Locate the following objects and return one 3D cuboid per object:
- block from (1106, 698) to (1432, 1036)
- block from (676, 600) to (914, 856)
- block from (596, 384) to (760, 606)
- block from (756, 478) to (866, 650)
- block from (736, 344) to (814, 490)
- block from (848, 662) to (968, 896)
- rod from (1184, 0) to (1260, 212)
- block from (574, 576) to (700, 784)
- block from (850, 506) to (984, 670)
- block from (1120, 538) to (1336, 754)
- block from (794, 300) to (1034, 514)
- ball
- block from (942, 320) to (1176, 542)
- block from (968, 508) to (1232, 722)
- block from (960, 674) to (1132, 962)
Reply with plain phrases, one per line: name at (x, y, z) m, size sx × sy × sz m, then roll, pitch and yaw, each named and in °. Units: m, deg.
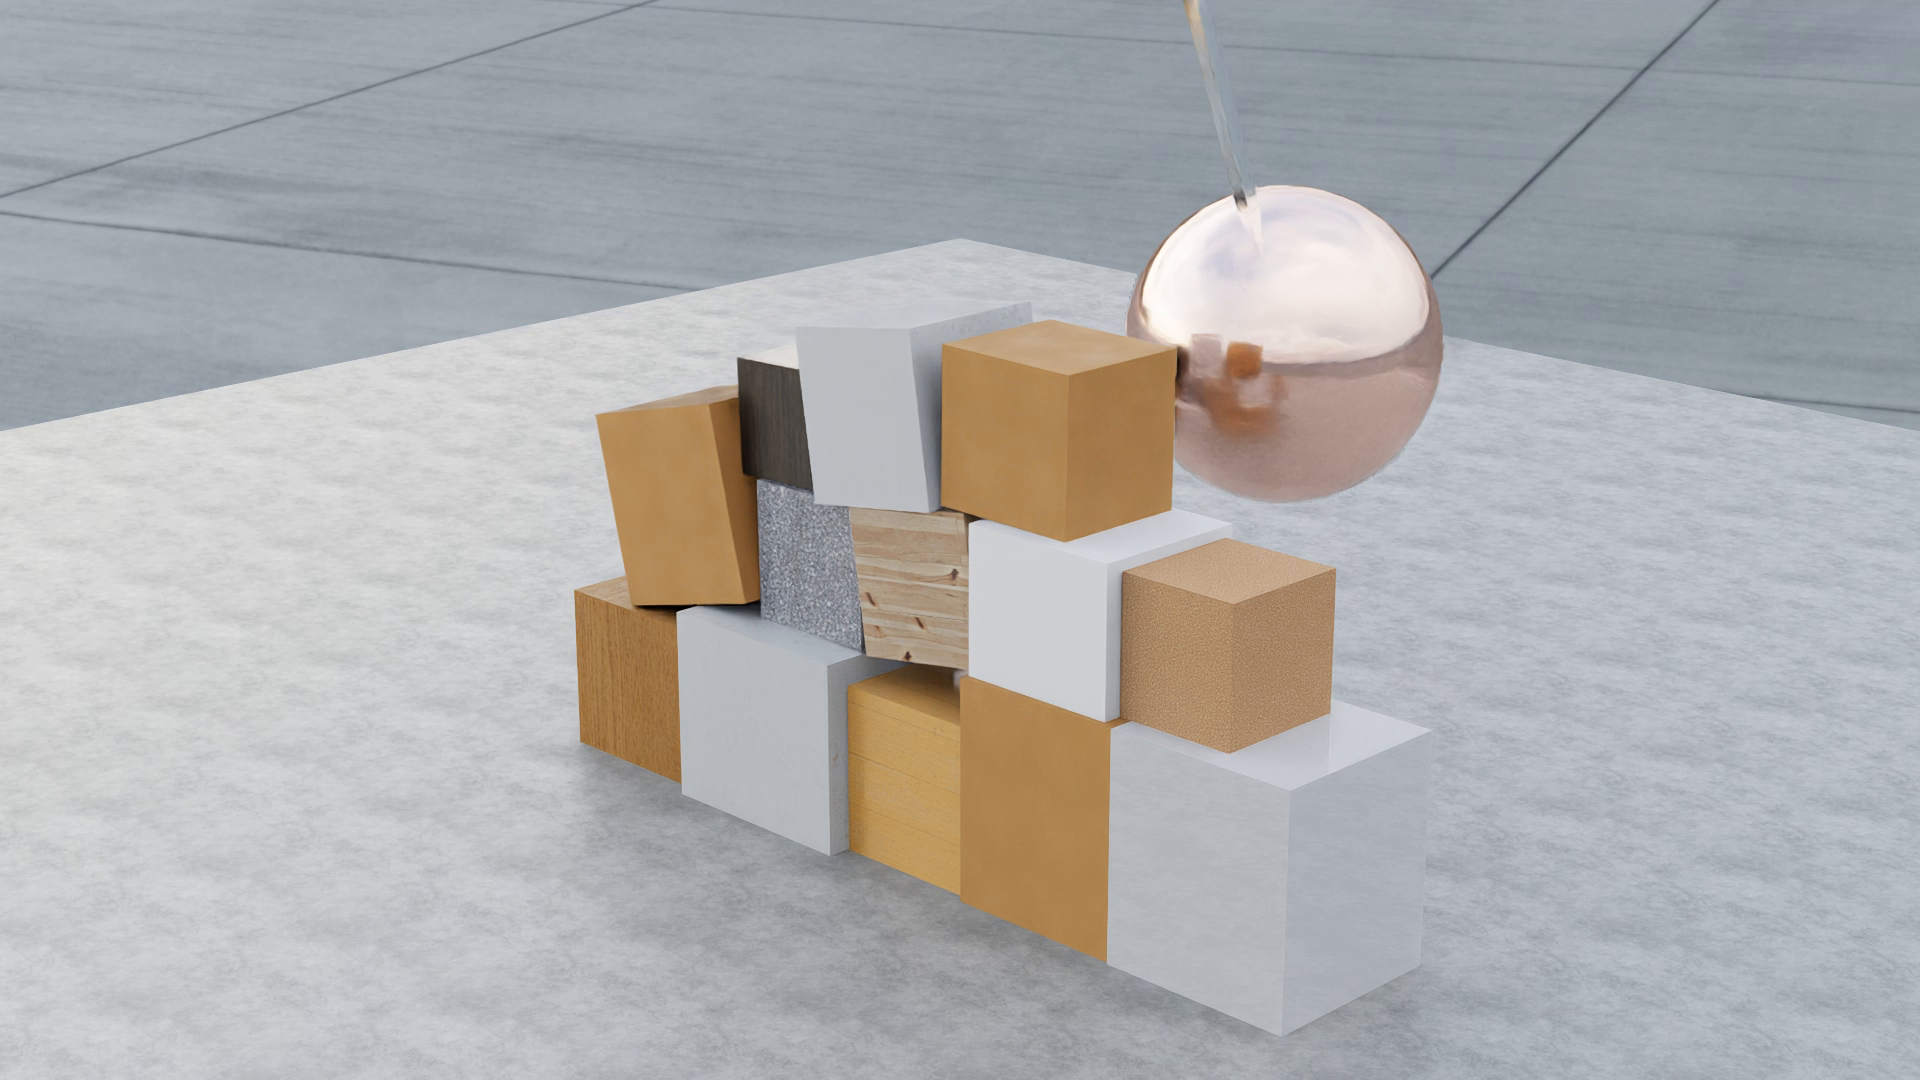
block at (1.300, 1.305, 12.394) m, size 0.938 × 1.078 × 0.957 m, roll -17°, pitch 24°, yaw -42°
block at (-0.613, 0.798, 14.234) m, size 1.050 × 0.942 × 1.070 m, roll -17°, pitch 24°, yaw -42°
block at (-1.132, -0.241, 14.451) m, size 0.783 × 0.966 × 0.891 m, roll -17°, pitch 10°, yaw -43°
block at (-0.495, 0.048, 13.884) m, size 0.697 × 0.687 × 0.600 m, roll 15°, pitch 23°, yaw 43°
block at (-0.646, -0.594, 13.838) m, size 0.582 × 0.565 × 0.536 m, roll 14°, pitch 22°, yaw 43°
block at (0.034, 1.057, 13.616) m, size 0.791 × 0.818 × 0.767 m, roll -17°, pitch 24°, yaw -42°
rod at (0.703, -3.703, 12.915) m, size 0.080 × 5.200 × 0.080 m, roll 17°, pitch 46°, yaw 42°
block at (-1.312, 0.643, 14.929) m, size 0.900 × 0.822 × 0.902 m, roll -17°, pitch 24°, yaw -42°
block at (0.048, 0.132, 13.354) m, size 0.722 × 0.711 × 0.740 m, roll -17°, pitch 15°, yaw -42°
block at (1.122, 0.432, 12.299) m, size 0.666 × 0.646 × 0.600 m, roll -17°, pitch 24°, yaw -42°
block at (-0.171, -0.623, 13.322) m, size 0.769 × 0.820 × 0.754 m, roll -17°, pitch 15°, yaw -42°
ball at (1.623, -0.981, 14.734) m, size 1.600 × 1.600 × 1.600 m, roll 0°, pitch 17°, yaw 0°
block at (0.425, -0.489, 12.756) m, size 0.683 × 0.728 × 0.747 m, roll -16°, pitch 24°, yaw -43°
block at (0.608, 0.263, 12.759) m, size 0.801 × 0.700 × 0.807 m, roll -17°, pitch 24°, yaw -42°
block at (0.649, 1.106, 13.034) m, size 0.942 × 1.074 × 0.890 m, roll -17°, pitch 24°, yaw -42°
